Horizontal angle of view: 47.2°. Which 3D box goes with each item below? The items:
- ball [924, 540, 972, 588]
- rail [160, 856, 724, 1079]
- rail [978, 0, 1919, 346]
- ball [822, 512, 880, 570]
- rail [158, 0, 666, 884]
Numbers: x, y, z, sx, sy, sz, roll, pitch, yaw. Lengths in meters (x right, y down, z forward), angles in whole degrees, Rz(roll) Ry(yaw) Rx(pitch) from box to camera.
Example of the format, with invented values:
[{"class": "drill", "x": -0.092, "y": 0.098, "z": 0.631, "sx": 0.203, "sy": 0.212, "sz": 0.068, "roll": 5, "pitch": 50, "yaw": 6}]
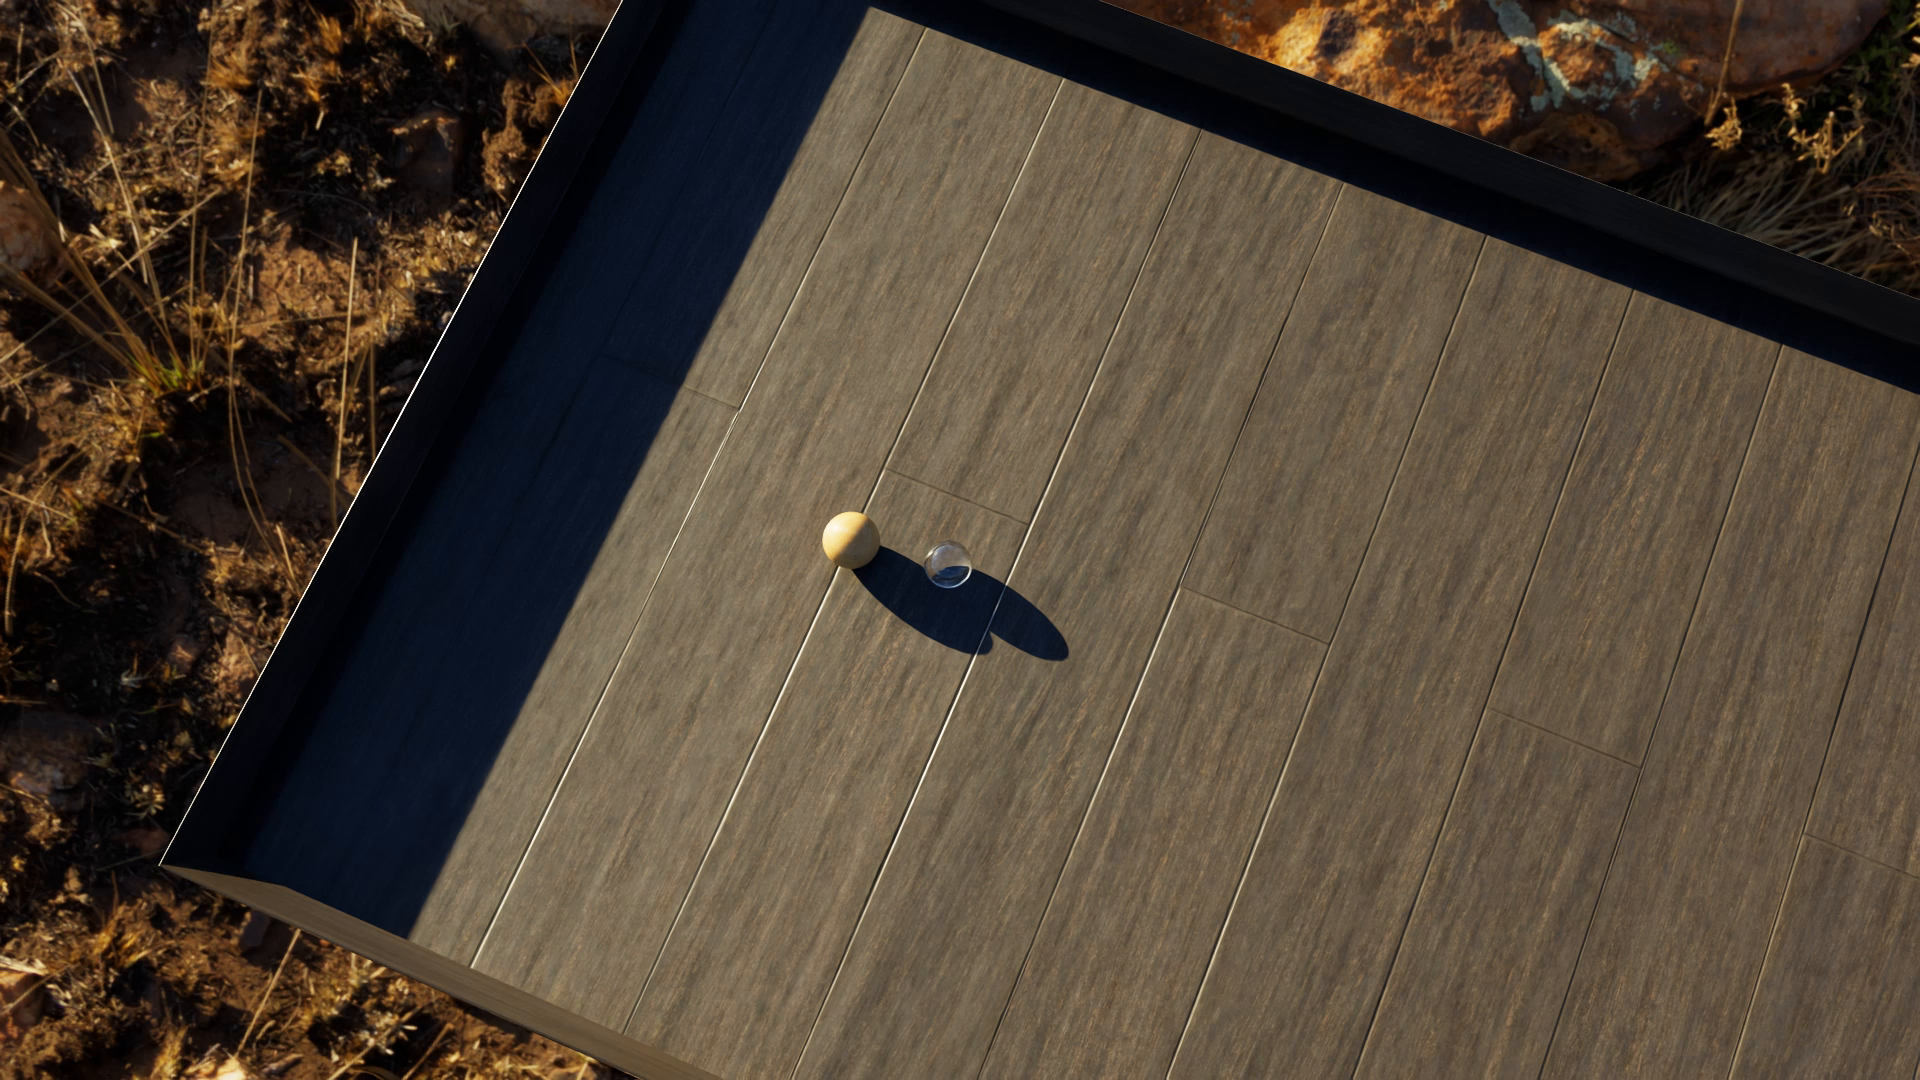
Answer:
[{"class": "ball", "x": -0.018, "y": 0.037, "z": 3.387, "sx": 0.075, "sy": 0.075, "sz": 0.075, "roll": 0, "pitch": 72, "yaw": 0}, {"class": "rail", "x": 0.445, "y": 1.102, "z": 3.016, "sx": 3.449, "sy": 0.117, "sz": 0.045, "roll": 22, "pitch": 73, "yaw": 7}, {"class": "rail", "x": 1.144, "y": -0.477, "z": 3.531, "sx": 3.449, "sy": 0.117, "sz": 0.045, "roll": 22, "pitch": 73, "yaw": 7}, {"class": "ball", "x": -0.168, "y": 0.001, "z": 3.391, "sx": 0.089, "sy": 0.089, "sz": 0.089, "roll": 0, "pitch": 72, "yaw": 0}, {"class": "rail", "x": -0.773, "y": -0.315, "z": 3.478, "sx": 0.045, "sy": 0.117, "sz": 1.849, "roll": 22, "pitch": 73, "yaw": 7}]
